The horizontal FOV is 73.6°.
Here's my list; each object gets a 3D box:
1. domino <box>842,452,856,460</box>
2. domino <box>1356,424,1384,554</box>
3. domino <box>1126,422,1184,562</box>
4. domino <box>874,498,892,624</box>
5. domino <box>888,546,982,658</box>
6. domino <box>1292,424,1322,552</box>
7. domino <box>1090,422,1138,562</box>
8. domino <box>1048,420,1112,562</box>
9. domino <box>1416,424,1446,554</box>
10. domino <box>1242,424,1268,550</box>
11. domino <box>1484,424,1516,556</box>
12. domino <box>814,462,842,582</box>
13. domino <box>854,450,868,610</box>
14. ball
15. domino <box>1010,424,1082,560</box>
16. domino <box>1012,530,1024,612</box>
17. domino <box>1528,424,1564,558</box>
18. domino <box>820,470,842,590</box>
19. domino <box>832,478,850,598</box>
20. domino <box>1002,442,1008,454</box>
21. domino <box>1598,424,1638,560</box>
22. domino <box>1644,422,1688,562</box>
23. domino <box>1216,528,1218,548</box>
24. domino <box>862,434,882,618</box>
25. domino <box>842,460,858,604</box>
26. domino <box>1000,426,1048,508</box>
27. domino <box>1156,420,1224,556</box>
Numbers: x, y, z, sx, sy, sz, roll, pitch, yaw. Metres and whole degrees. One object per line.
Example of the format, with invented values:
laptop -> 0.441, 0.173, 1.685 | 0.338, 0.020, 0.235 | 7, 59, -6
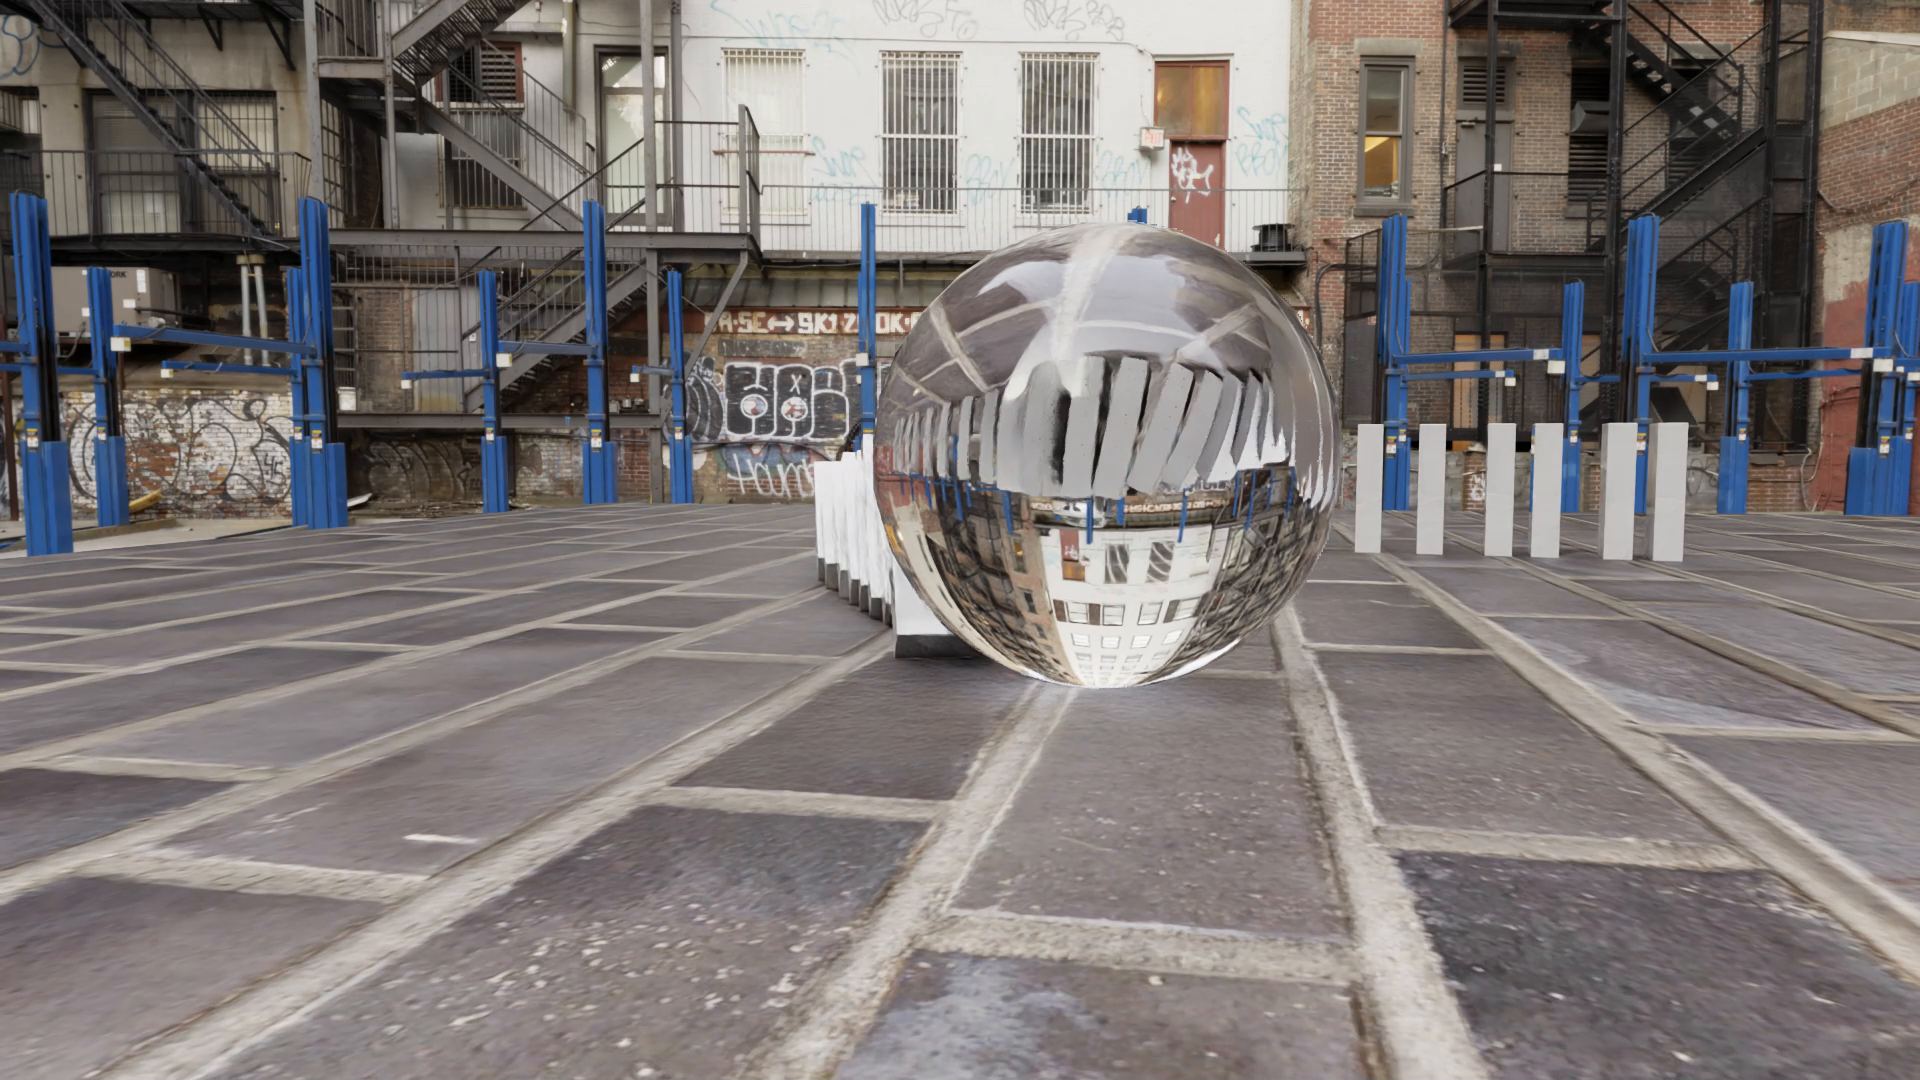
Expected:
domino -> -0.030, -0.010, 0.438 | 0.025, 0.010, 0.050 | 0, 44, 5
domino -> 0.163, -0.021, 0.511 | 0.010, 0.050, 0.025 | 1, 4, 17
domino -> 0.070, -0.018, 0.473 | 0.010, 0.050, 0.025 | 3, 3, -19
domino -> -0.007, -0.004, 0.314 | 0.025, 0.050, 0.010 | -1, -34, -8
domino -> -0.002, 0.000, 0.266 | 0.025, 0.050, 0.010 | -1, -34, -7
domino -> 0.140, -0.021, 0.518 | 0.010, 0.050, 0.025 | 1, 4, 17
domino -> 0.057, -0.018, 0.474 | 0.010, 0.050, 0.025 | 5, 4, -2
domino -> 0.044, -0.019, 0.475 | 0.010, 0.050, 0.025 | 12, 4, -2
domino -> 0.185, -0.020, 0.504 | 0.009, 0.050, 0.025 | 2, 5, 19
domino -> 0.121, -0.022, 0.524 | 0.010, 0.050, 0.025 | 1, 4, 14
domino -> 0.208, -0.020, 0.496 | 0.010, 0.050, 0.025 | 2, 5, 21
domino -> -0.034, -0.007, 0.416 | 0.025, 0.009, 0.050 | -1, 39, -8
domino -> -0.015, -0.003, 0.341 | 0.025, 0.010, 0.050 | 1, 46, -7
ball -> 0.025, -0.014, 0.223 | 0.080, 0.080, 0.080 | 0, 4, 0
domino -> 0.029, -0.018, 0.477 | 0.009, 0.050, 0.025 | 23, 2, -7
domino -> -0.002, -0.001, 0.278 | 0.025, 0.050, 0.010 | -1, -34, -7
domino -> 0.223, -0.019, 0.490 | 0.010, 0.050, 0.025 | 2, 5, 21
domino -> -0.030, -0.004, 0.395 | 0.025, 0.009, 0.050 | -1, 35, -8
domino -> -0.024, -0.002, 0.374 | 0.025, 0.009, 0.050 | -1, 33, -8
domino -> -0.004, -0.016, 0.469 | 0.025, 0.050, 0.010 | 3, -30, 43
domino -> 0.246, -0.019, 0.481 | 0.010, 0.050, 0.025 | 2, 5, 22
domino -> 0.261, -0.018, 0.475 | 0.009, 0.050, 0.025 | 2, 5, 22
domino -> 0.099, -0.022, 0.528 | 0.010, 0.050, 0.025 | 0, 4, 3
domino -> -0.011, -0.004, 0.326 | 0.025, 0.050, 0.009 | -1, -34, -8
domino -> -0.019, -0.003, 0.356 | 0.025, 0.010, 0.050 | -1, 42, -8
domino -> 0.012, -0.018, 0.476 | 0.009, 0.050, 0.025 | 32, -10, -18
domino -> 0.085, -0.020, 0.485 | 0.025, 0.050, 0.009 | 4, 2, 11
